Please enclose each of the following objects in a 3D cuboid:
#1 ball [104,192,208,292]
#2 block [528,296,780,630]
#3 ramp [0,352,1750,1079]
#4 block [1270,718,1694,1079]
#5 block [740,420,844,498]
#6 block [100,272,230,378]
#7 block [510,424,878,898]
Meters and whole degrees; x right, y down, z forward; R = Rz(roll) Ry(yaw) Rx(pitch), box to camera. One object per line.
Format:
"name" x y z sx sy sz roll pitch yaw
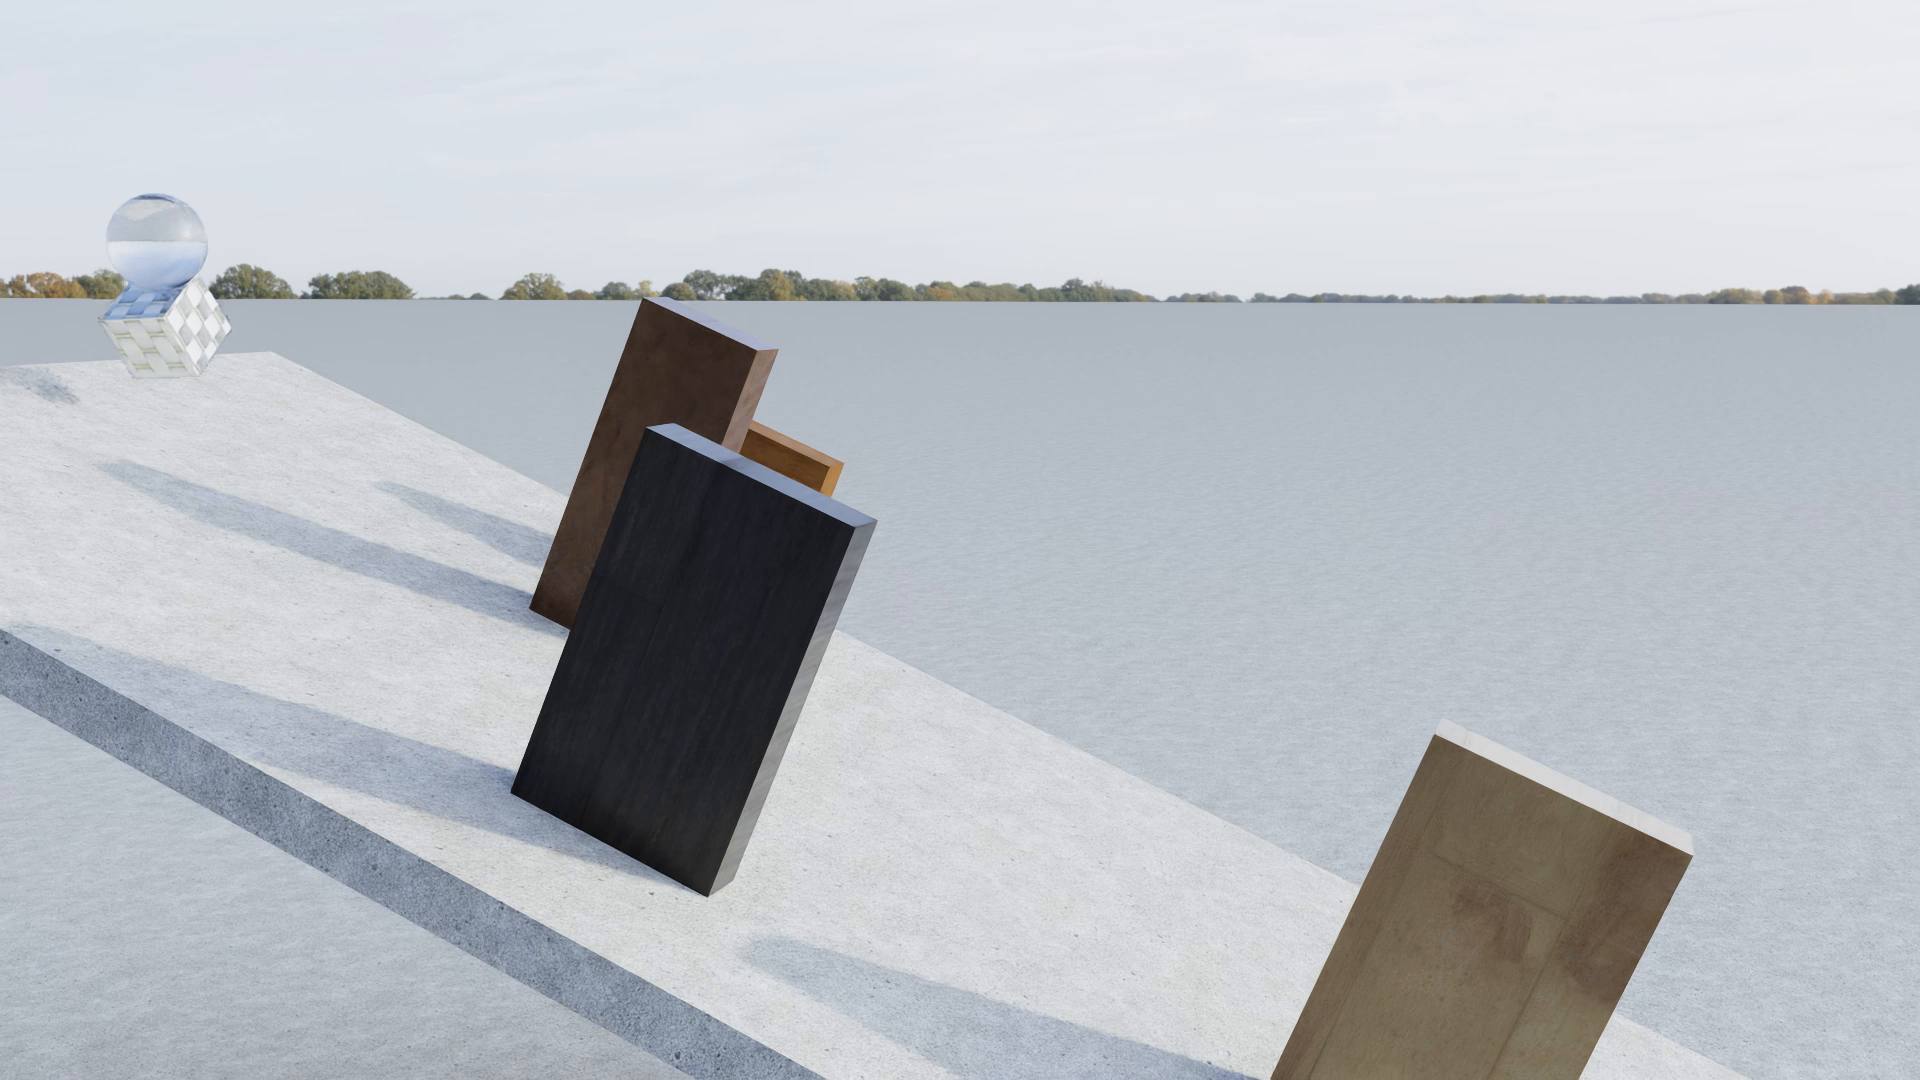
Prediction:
"ball" -1.650 -0.612 4.520 0.200 0.200 0.200 0 7 0
"block" -0.623 -0.121 4.452 0.264 0.690 0.114 25 13 13
"ramp" -0.295 0.518 4.188 4.000 0.100 2.000 25 13 13
"block" 0.817 0.698 3.528 0.424 0.697 0.136 25 13 13
"block" -0.529 -0.058 4.938 0.408 0.428 0.095 25 13 13
"block" -1.675 -0.455 4.643 0.157 0.157 0.157 -1 44 18
"block" -0.436 0.193 3.561 0.381 0.661 0.106 25 13 13
